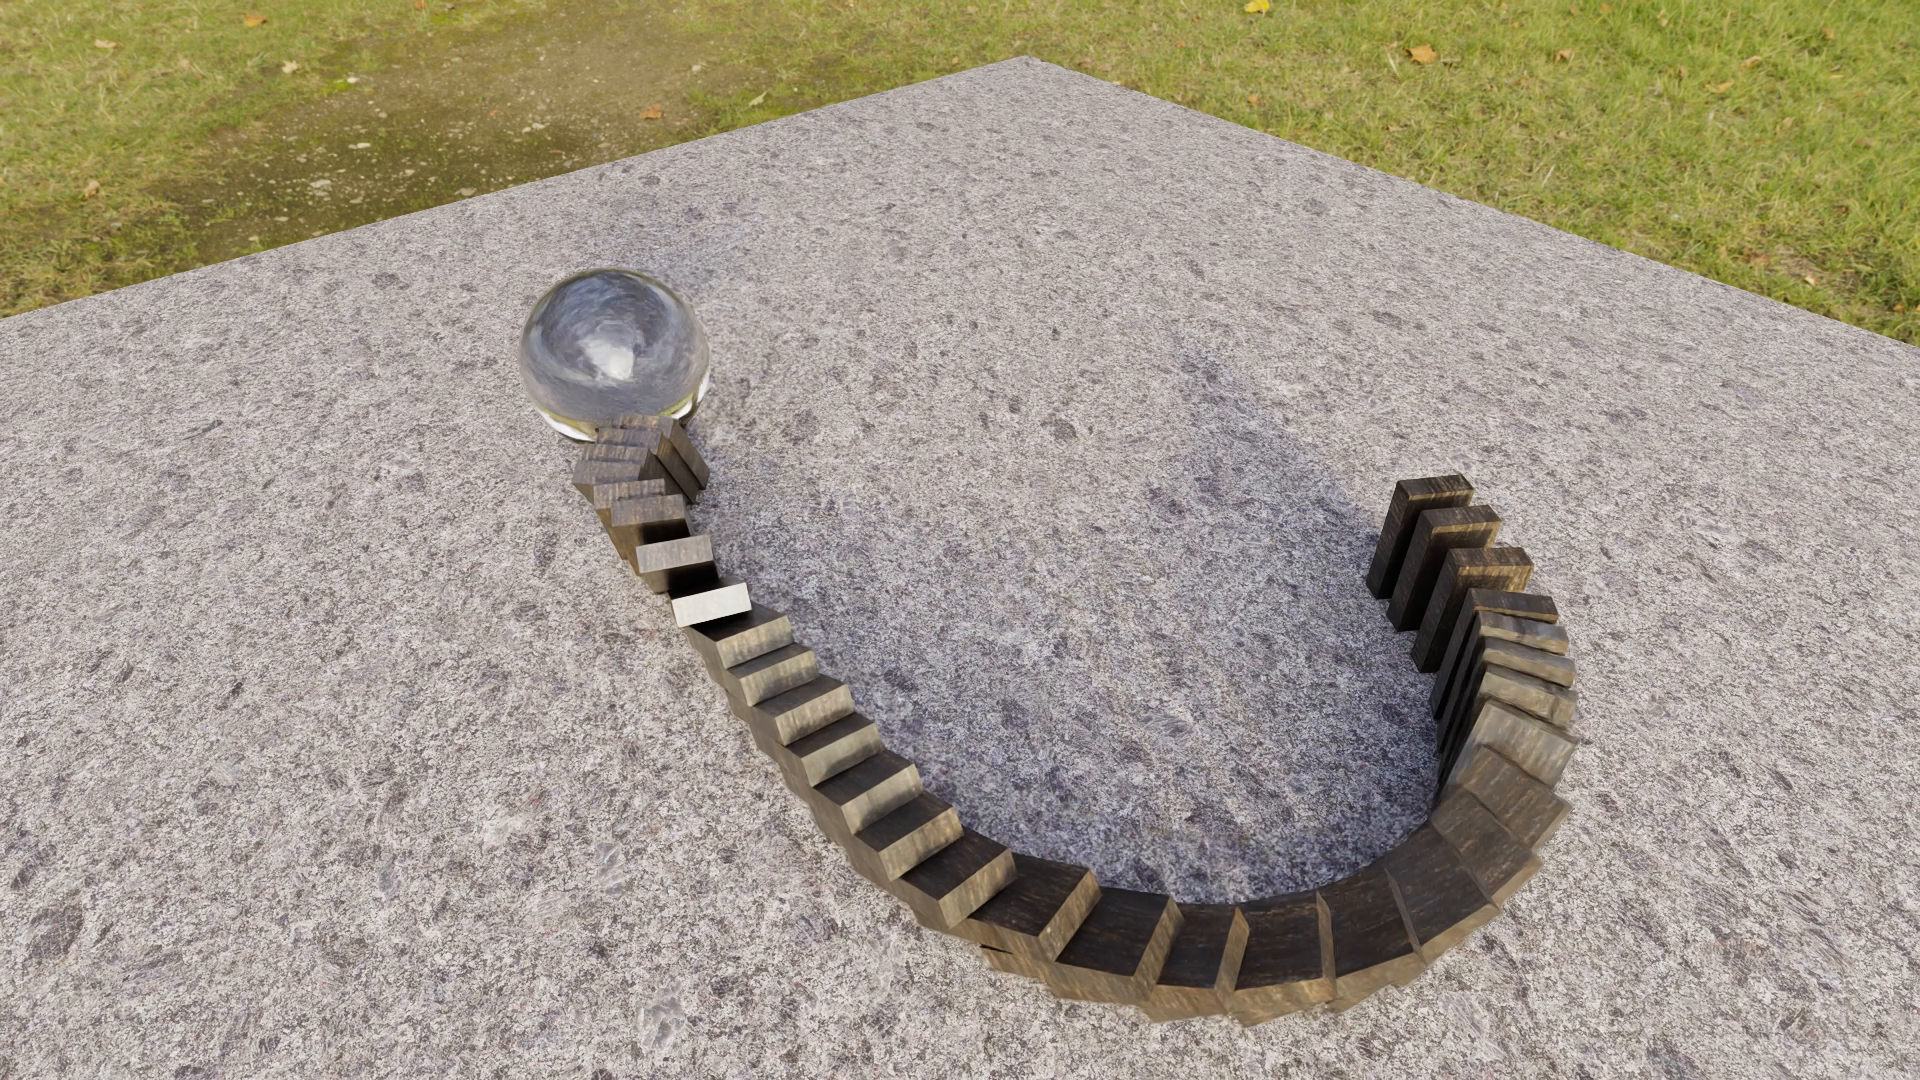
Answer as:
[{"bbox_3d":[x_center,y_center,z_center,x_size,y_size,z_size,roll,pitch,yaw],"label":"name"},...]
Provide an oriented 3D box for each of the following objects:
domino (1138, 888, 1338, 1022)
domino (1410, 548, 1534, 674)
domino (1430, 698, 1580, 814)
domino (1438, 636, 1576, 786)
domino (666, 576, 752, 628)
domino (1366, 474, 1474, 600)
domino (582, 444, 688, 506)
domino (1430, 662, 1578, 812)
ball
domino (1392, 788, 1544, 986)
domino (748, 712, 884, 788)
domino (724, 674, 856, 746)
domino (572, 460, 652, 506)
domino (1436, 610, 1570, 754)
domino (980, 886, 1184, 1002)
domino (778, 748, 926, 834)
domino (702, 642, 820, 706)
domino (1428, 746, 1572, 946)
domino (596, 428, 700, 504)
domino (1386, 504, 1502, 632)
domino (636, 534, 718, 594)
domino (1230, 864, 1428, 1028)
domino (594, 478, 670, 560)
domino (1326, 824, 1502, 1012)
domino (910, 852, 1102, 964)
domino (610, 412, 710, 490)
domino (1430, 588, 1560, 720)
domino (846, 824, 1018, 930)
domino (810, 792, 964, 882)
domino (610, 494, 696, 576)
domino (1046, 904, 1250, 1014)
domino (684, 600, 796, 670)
[{"bbox_3d":[0.072,0.110,0.289,0.050,0.009,0.025,-21,31,27],"label":"domino"},{"bbox_3d":[0.177,0.025,0.381,0.025,0.050,0.010,-1,39,-2],"label":"domino"},{"bbox_3d":[0.156,0.075,0.322,0.025,0.050,0.009,28,18,30],"label":"domino"},{"bbox_3d":[0.169,0.057,0.341,0.025,0.050,0.009,16,25,19],"label":"domino"},{"bbox_3d":[-0.091,0.021,0.396,0.025,0.010,0.050,-14,5,-16],"label":"domino"},{"bbox_3d":[0.172,-0.001,0.412,0.025,0.050,0.010,-6,40,-7],"label":"domino"},{"bbox_3d":[-0.129,-0.023,0.441,0.025,0.050,0.009,5,70,6],"label":"domino"},{"bbox_3d":[0.164,0.065,0.332,0.025,0.050,0.009,20,22,23],"label":"domino"},{"bbox_3d":[-0.151,-0.078,0.483,0.080,0.080,0.080,0,39,0],"label":"ball"},{"bbox_3d":[0.130,0.095,0.302,0.050,0.009,0.025,-48,44,12],"label":"domino"},{"bbox_3d":[-0.047,0.062,0.349,0.025,0.010,0.050,-23,14,-25],"label":"domino"},{"bbox_3d":[-0.056,0.052,0.359,0.025,0.010,0.050,-23,14,-26],"label":"domino"},{"bbox_3d":[-0.130,-0.016,0.432,0.025,0.050,0.009,5,70,6],"label":"domino"},{"bbox_3d":[0.172,0.049,0.351,0.025,0.050,0.010,12,29,14],"label":"domino"},{"bbox_3d":[0.032,0.105,0.294,0.050,0.009,0.025,-8,31,42],"label":"domino"},{"bbox_3d":[-0.034,0.072,0.336,0.025,0.010,0.050,-26,16,-25],"label":"domino"},{"bbox_3d":[-0.068,0.042,0.373,0.025,0.010,0.050,-21,13,-24],"label":"domino"},{"bbox_3d":[0.145,0.086,0.311,0.009,0.050,0.025,19,17,-49],"label":"domino"},{"bbox_3d":[-0.127,-0.029,0.449,0.025,0.050,0.009,5,70,6],"label":"domino"},{"bbox_3d":[0.174,0.011,0.398,0.025,0.050,0.010,-5,40,-6],"label":"domino"},{"bbox_3d":[-0.103,0.009,0.405,0.025,0.050,0.010,-11,81,-12],"label":"domino"},{"bbox_3d":[0.094,0.107,0.291,0.050,0.009,0.025,-29,34,21],"label":"domino"},{"bbox_3d":[-0.122,-0.007,0.422,0.025,0.050,0.009,-6,68,-8],"label":"domino"},{"bbox_3d":[0.115,0.102,0.295,0.050,0.010,0.025,-41,39,16],"label":"domino"},{"bbox_3d":[0.012,0.099,0.304,0.050,0.010,0.025,-4,27,46],"label":"domino"},{"bbox_3d":[-0.124,-0.036,0.457,0.025,0.050,0.009,5,70,6],"label":"domino"},{"bbox_3d":[0.175,0.040,0.363,0.025,0.050,0.010,6,36,8],"label":"domino"},{"bbox_3d":[-0.009,0.091,0.314,0.025,0.010,0.050,-28,19,-30],"label":"domino"},{"bbox_3d":[-0.023,0.082,0.324,0.025,0.010,0.050,-26,16,-26],"label":"domino"},{"bbox_3d":[-0.114,-0.001,0.414,0.025,0.050,0.010,-7,69,-9],"label":"domino"},{"bbox_3d":[0.049,0.109,0.291,0.050,0.010,0.025,-12,29,36],"label":"domino"},{"bbox_3d":[-0.078,0.032,0.385,0.025,0.009,0.050,-21,12,-23],"label":"domino"}]
